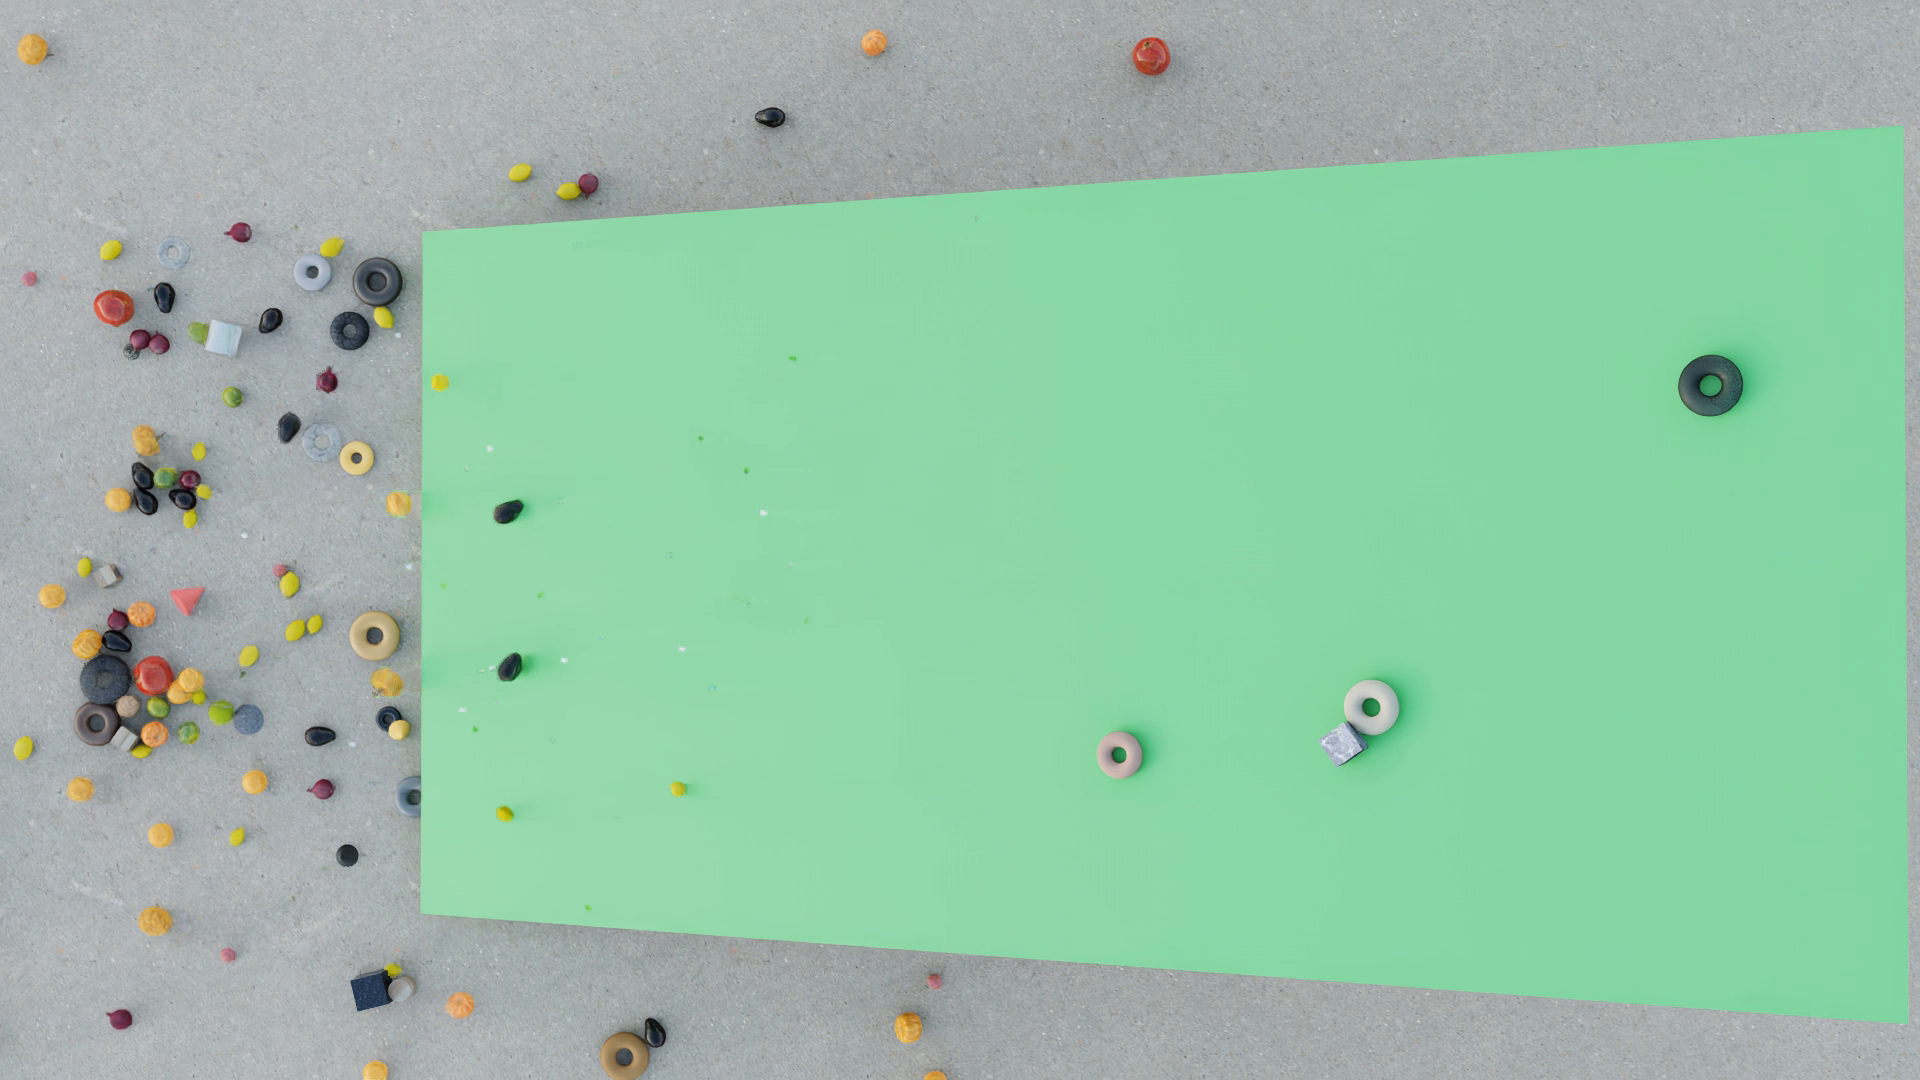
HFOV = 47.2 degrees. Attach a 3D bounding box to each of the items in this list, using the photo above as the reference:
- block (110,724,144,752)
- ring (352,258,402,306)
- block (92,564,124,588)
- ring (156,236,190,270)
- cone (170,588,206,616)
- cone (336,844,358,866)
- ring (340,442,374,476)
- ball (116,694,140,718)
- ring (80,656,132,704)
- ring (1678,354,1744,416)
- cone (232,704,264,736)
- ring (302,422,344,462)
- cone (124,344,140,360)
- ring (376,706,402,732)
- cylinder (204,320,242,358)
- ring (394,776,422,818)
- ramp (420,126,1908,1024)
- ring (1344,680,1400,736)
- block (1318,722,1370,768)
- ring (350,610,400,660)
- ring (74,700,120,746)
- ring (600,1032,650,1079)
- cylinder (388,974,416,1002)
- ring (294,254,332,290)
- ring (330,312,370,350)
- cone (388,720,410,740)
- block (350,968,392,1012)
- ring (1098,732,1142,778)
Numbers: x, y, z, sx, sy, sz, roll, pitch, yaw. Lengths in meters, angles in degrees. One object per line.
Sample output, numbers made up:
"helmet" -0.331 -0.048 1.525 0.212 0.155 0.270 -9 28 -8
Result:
"block" -2.464 0.587 6.509 0.057 0.057 0.057 35 89 0
"ring" -1.730 -0.766 6.530 0.148 0.049 0.148 0 88 -1
"block" -2.524 0.108 6.517 0.053 0.053 0.053 -30 89 0
"ring" -2.339 -0.852 6.539 0.104 0.035 0.104 0 90 1
"cone" -2.275 0.166 6.523 0.091 0.091 0.091 -36 89 -27
"cone" -1.820 0.938 6.500 0.067 0.067 0.067 0 89 0
"ring" -1.791 -0.243 6.532 0.101 0.034 0.101 0 88 -1
"ball" -2.461 0.492 6.506 0.067 0.067 0.067 0 89 0
"ring" -2.529 0.413 6.509 0.147 0.049 0.147 1 80 -5
"ring" 1.720 -0.354 5.039 0.143 0.048 0.143 0 89 24
"cone" -2.116 0.534 6.493 0.092 0.092 0.092 0 89 0
"ring" -1.893 -0.291 6.529 0.124 0.041 0.124 0 89 -1
"cone" -2.468 -0.562 6.527 0.051 0.051 0.051 0 89 0
"ring" -1.695 0.531 6.526 0.077 0.026 0.077 0 93 1
"cylinder" -2.180 -0.596 6.508 0.090 0.090 0.090 14 89 0
"ring" -1.613 0.761 6.515 0.126 0.042 0.126 0 88 1
"ramp" 0.283 0.085 5.720 4.000 0.100 2.000 0 89 23
"ring" 0.998 0.406 5.335 0.136 0.045 0.136 -1 88 24
"block" 0.932 0.495 5.344 0.078 0.078 0.078 -38 76 18
"ring" -1.734 0.284 6.517 0.150 0.050 0.150 0 90 -1
"ring" -2.556 0.543 6.516 0.137 0.046 0.137 0 90 -1
"ring" -0.991 1.528 6.502 0.146 0.049 0.146 0 89 1
"cylinder" -1.647 1.324 6.495 0.068 0.068 0.068 0 89 0
"ring" -1.923 -0.796 6.537 0.112 0.037 0.112 0 89 1
"ring" -1.814 -0.621 6.534 0.116 0.039 0.116 0 89 -1
"cone" -1.652 0.573 6.496 0.063 0.063 0.063 -6 107 -19
"block" -1.729 1.325 6.483 0.093 0.093 0.093 -14 89 0
"ring" 0.406 0.546 5.586 0.122 0.041 0.122 -1 88 24
